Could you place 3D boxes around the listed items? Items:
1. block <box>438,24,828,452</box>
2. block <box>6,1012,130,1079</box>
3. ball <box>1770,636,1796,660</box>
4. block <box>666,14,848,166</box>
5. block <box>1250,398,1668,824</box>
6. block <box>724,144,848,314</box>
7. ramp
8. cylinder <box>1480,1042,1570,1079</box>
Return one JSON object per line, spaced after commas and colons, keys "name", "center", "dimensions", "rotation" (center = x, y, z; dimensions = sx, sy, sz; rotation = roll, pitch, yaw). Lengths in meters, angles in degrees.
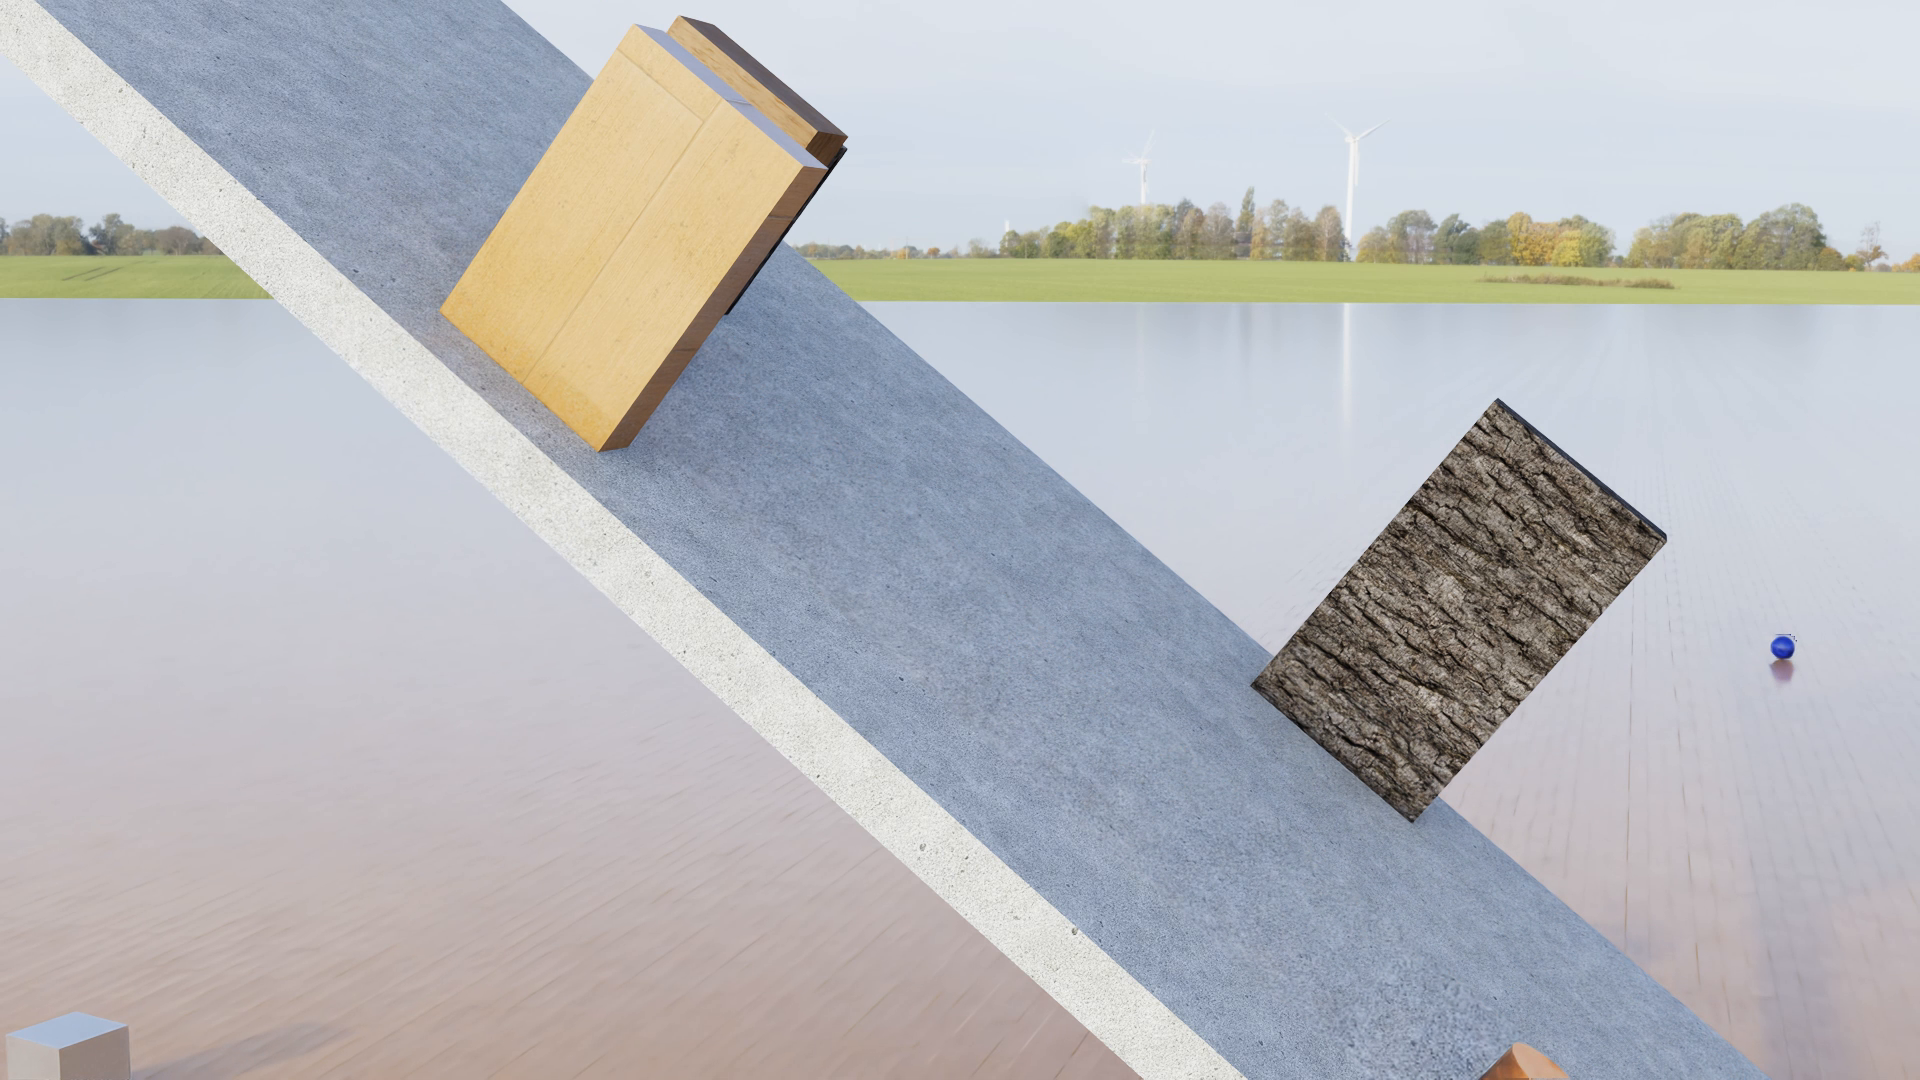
{"name": "block", "center": [-0.493, -0.447, 3.290], "dimensions": [0.335, 0.534, 0.104], "rotation": [41, 16, 9]}
{"name": "block", "center": [-1.976, 1.174, 4.880], "dimensions": [0.180, 0.180, 0.180], "rotation": [4, 8, 31]}
{"name": "ball", "center": [3.972, 0.519, 10.615], "dimensions": [0.113, 0.113, 0.113], "rotation": [0, 7, 0]}
{"name": "block", "center": [-0.478, -0.588, 3.762], "dimensions": [0.313, 0.505, 0.148], "rotation": [41, 16, 9]}
{"name": "block", "center": [1.012, 0.146, 4.499], "dimensions": [0.432, 0.766, 0.135], "rotation": [41, 16, 9]}
{"name": "block", "center": [-0.474, -0.702, 4.265], "dimensions": [0.338, 0.406, 0.083], "rotation": [41, 16, 9]}
{"name": "ramp", "center": [-0.019, 0.070, 4.049], "dimensions": [4.000, 0.100, 2.000], "rotation": [41, 16, 9]}
{"name": "cylinder", "center": [0.826, 0.856, 3.252], "dimensions": [0.157, 0.157, 0.157], "rotation": [35, 16, -12]}
